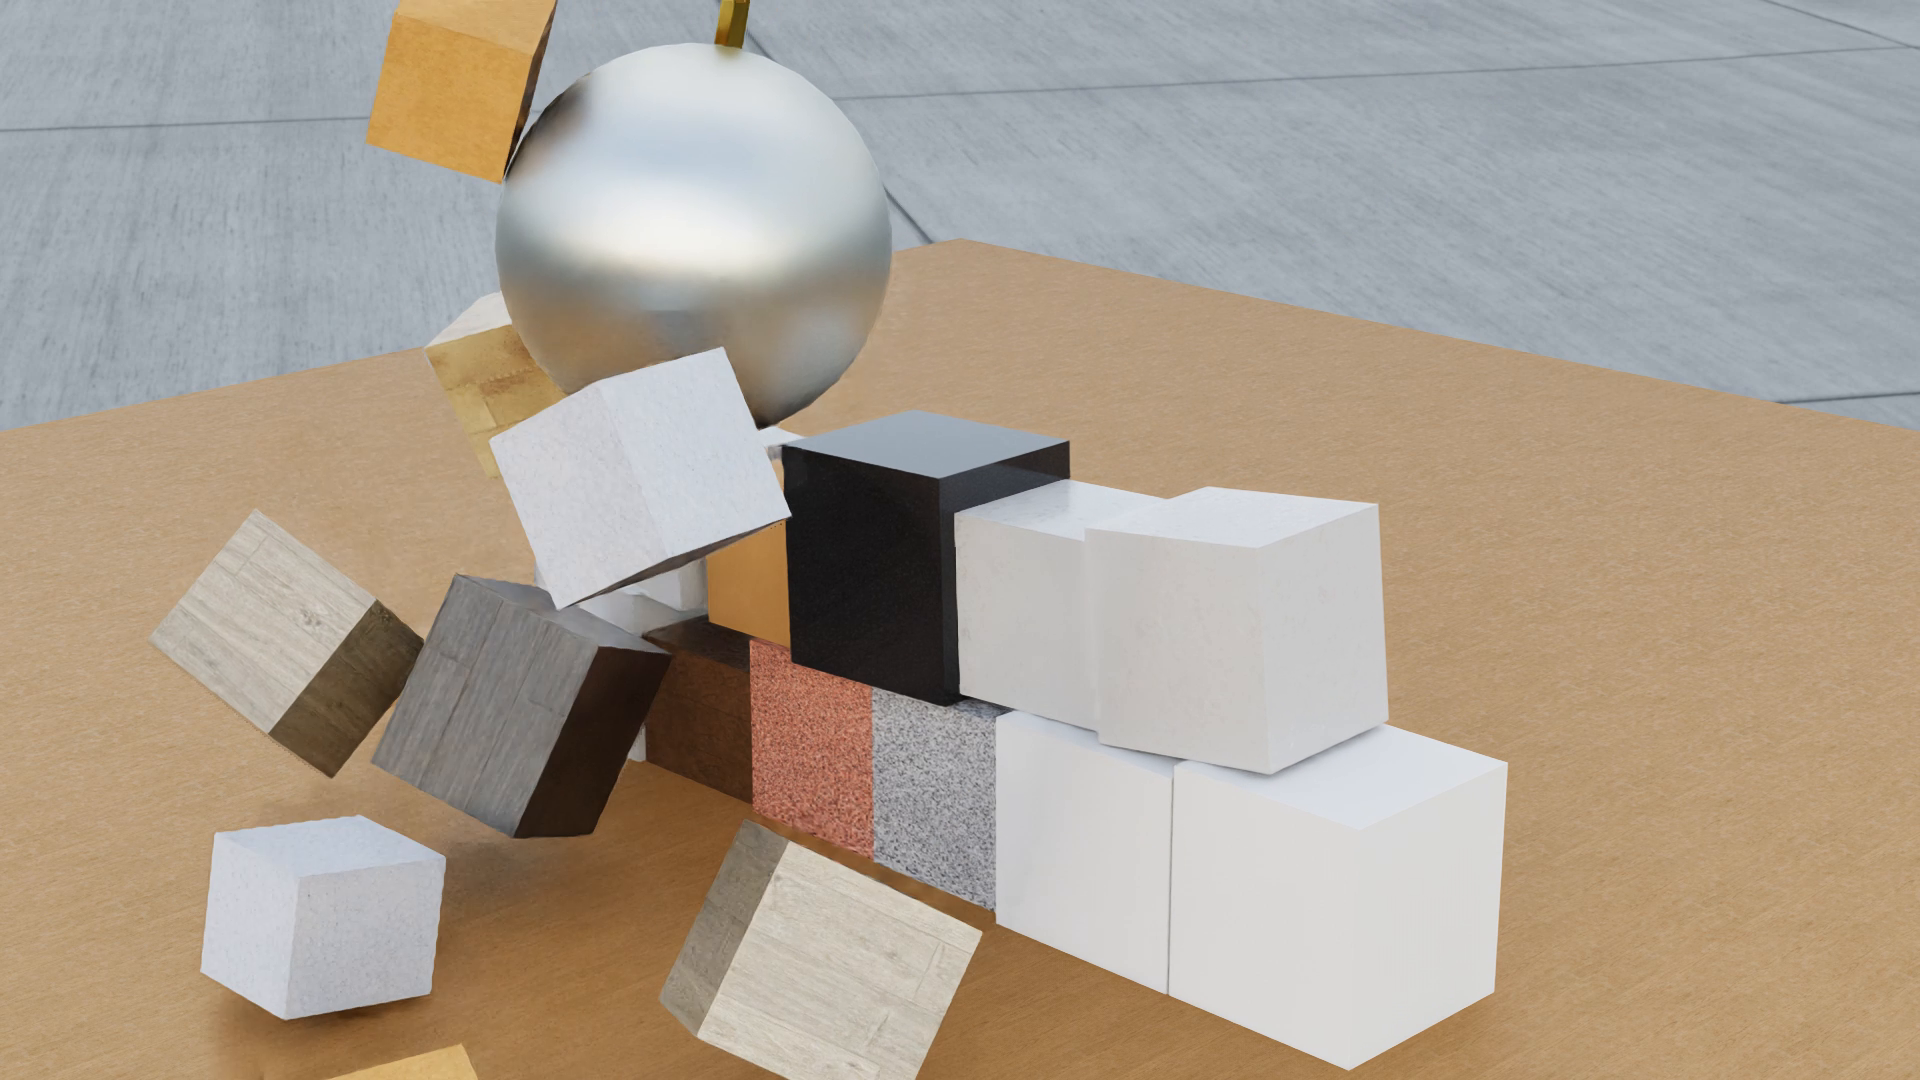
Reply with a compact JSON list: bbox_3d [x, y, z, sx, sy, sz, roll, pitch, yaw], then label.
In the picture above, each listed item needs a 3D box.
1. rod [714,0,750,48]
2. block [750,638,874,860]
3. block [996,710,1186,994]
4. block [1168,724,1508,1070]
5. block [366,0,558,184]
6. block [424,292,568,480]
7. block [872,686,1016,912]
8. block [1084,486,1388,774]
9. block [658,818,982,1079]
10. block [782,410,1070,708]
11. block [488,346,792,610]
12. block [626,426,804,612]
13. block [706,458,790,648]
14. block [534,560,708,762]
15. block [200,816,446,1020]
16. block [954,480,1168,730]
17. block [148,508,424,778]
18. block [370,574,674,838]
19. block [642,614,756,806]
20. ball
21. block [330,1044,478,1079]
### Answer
[{"bbox_3d":[-0.464,-4.517,11.435,0.080,5.200,0.080,17,9,42],"label":"rod"},{"bbox_3d":[-0.409,0.895,14.031,0.849,0.880,0.817,16,24,42],"label":"block"},{"bbox_3d":[0.862,1.229,12.812,0.998,0.972,0.998,-17,24,-42],"label":"block"},{"bbox_3d":[1.559,1.409,12.138,0.988,1.033,0.946,-17,24,-42],"label":"block"},{"bbox_3d":[-1.970,-1.884,11.647,0.547,0.584,0.625,16,33,-7],"label":"block"},{"bbox_3d":[-2.074,-0.829,14.527,0.697,0.745,0.616,-13,23,27],"label":"block"},{"bbox_3d":[0.192,1.069,13.448,0.855,0.897,0.821,17,24,42],"label":"block"},{"bbox_3d":[1.159,0.354,12.247,0.892,0.933,0.836,7,17,42],"label":"block"},{"bbox_3d":[-0.543,1.608,11.055,0.808,0.774,0.883,27,-7,-13],"label":"block"},{"bbox_3d":[-0.143,0.059,13.423,0.987,1.044,0.856,13,22,42],"label":"block"},{"bbox_3d":[-1.147,-0.222,10.526,0.633,0.658,0.647,-23,-2,41],"label":"block"},{"bbox_3d":[-1.283,-0.161,14.649,0.766,0.744,0.710,-13,22,-36],"label":"block"},{"bbox_3d":[-0.738,0.050,14.056,0.702,0.717,0.649,15,23,42],"label":"block"},{"bbox_3d":[-1.596,0.519,15.210,0.806,0.889,0.870,17,24,42],"label":"block"},{"bbox_3d":[-2.628,1.545,12.109,0.605,0.600,0.720,17,13,41],"label":"block"},{"bbox_3d":[0.532,0.268,12.862,0.805,0.830,0.735,13,21,42],"label":"block"},{"bbox_3d":[-3.093,0.489,13.617,0.791,0.769,0.742,34,-10,21],"label":"block"},{"bbox_3d":[-1.985,0.765,13.395,0.767,0.933,0.902,25,2,16],"label":"block"},{"bbox_3d":[-1.013,0.801,14.656,0.753,0.683,0.861,-17,24,-42],"label":"block"},{"bbox_3d":[-1.072,-1.196,11.842,1.600,1.600,1.600,0,17,0],"label":"ball"},{"bbox_3d":[-1.885,2.241,9.646,0.740,0.685,0.726,-12,43,-27],"label":"block"}]
